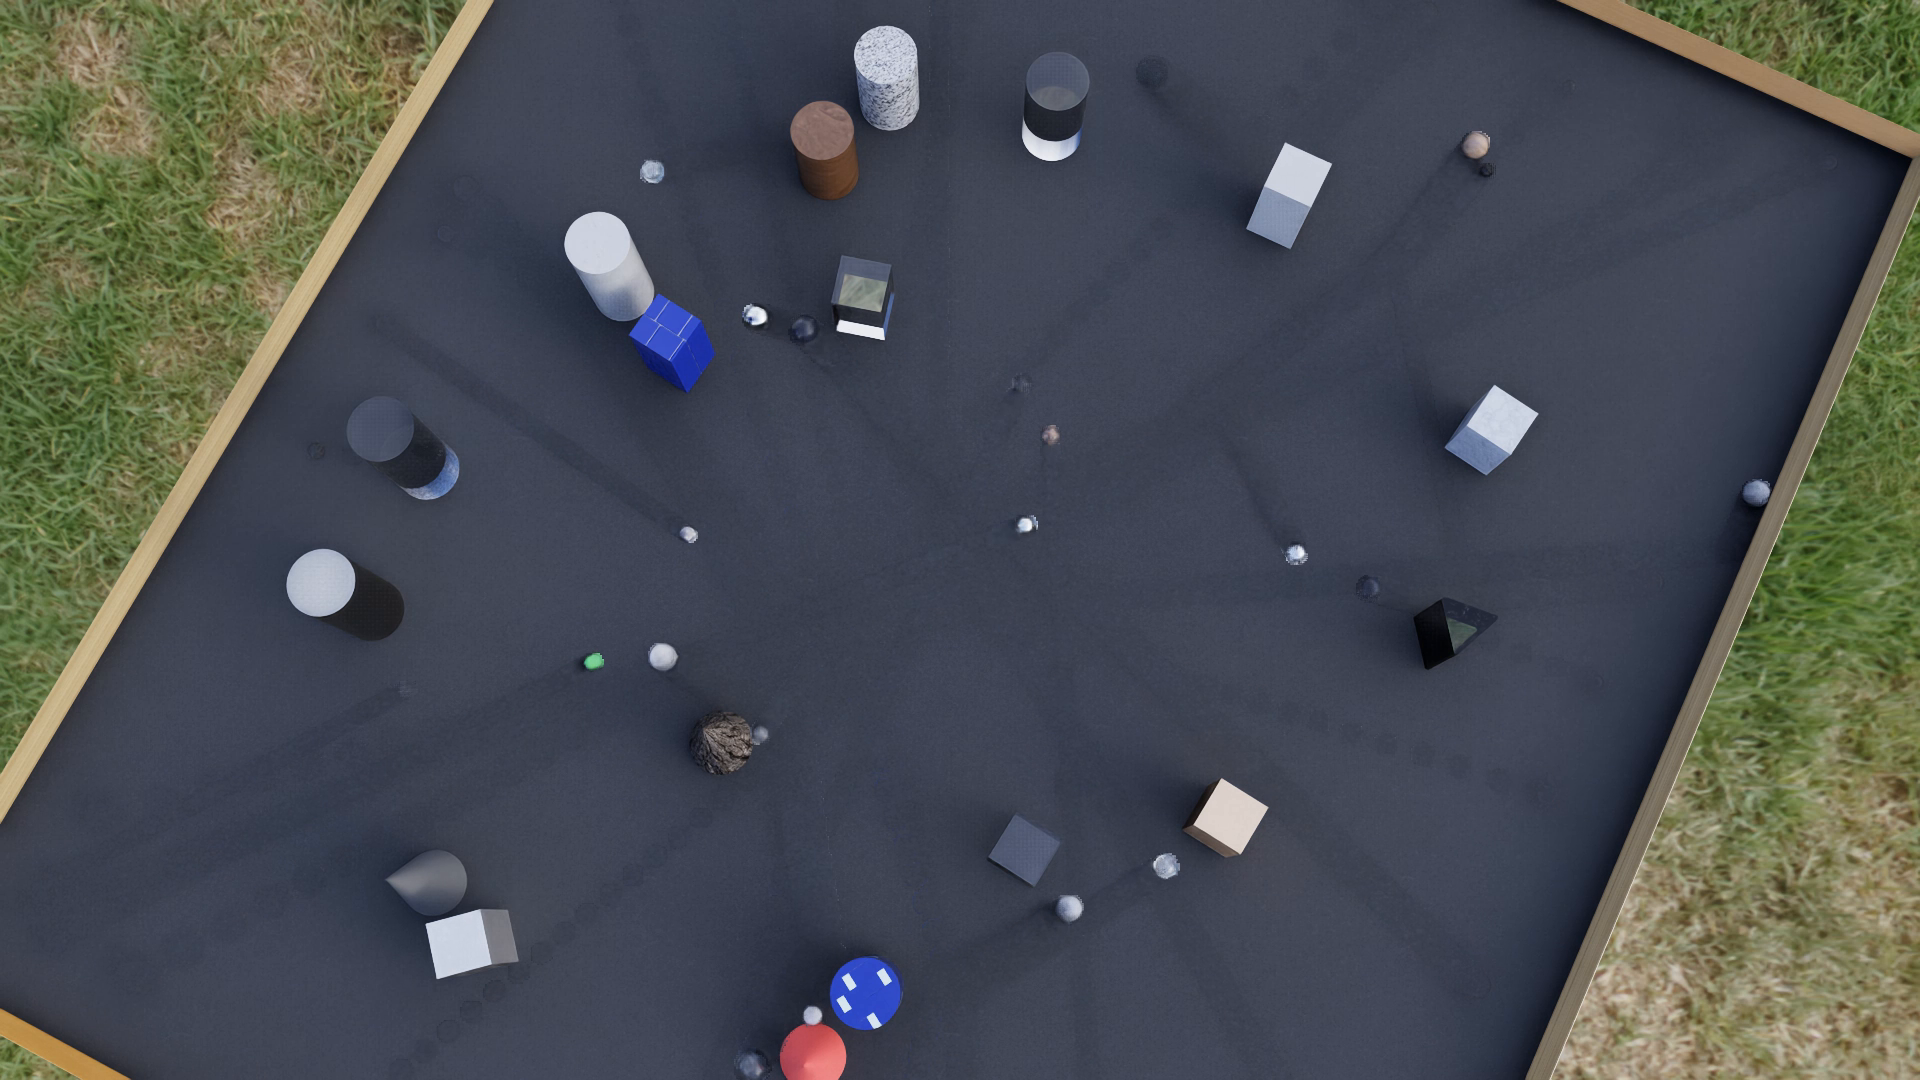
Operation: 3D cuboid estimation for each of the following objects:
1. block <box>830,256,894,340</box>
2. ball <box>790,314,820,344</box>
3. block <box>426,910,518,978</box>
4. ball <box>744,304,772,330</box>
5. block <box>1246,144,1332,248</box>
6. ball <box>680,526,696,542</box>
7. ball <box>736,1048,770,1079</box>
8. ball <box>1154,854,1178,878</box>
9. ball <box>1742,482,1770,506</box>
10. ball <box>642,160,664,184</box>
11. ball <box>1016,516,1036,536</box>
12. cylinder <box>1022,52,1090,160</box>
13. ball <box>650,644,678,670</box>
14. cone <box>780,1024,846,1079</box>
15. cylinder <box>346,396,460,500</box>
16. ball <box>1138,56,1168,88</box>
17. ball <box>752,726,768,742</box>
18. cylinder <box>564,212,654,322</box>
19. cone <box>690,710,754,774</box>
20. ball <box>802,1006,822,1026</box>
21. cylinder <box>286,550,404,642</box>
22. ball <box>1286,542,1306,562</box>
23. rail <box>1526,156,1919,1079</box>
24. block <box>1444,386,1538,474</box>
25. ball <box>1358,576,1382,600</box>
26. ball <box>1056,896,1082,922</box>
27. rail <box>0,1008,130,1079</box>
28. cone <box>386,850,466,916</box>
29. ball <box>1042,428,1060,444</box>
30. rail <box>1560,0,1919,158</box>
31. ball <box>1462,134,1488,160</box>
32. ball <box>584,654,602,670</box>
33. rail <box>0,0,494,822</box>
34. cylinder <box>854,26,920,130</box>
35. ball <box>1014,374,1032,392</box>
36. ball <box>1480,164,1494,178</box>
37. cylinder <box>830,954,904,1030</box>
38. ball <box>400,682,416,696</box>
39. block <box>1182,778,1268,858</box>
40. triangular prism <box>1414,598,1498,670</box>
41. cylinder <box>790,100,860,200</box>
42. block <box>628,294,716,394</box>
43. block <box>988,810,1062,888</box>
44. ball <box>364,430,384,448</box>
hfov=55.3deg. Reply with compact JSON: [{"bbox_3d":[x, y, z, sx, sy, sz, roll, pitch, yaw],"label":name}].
[{"bbox_3d":[-0.296,-0.743,5.633,0.153,0.269,0.153,11,79,2],"label":"block"},{"bbox_3d":[-0.483,-0.656,5.706,0.091,0.091,0.091,0,78,0],"label":"ball"},{"bbox_3d":[-1.385,1.148,5.216,0.153,0.319,0.153,-15,79,-3],"label":"block"},{"bbox_3d":[-0.631,-0.695,5.718,0.083,0.083,0.083,0,78,0],"label":"ball"},{"bbox_3d":[1.012,-1.058,5.657,0.153,0.349,0.153,26,79,5],"label":"block"},{"bbox_3d":[-0.832,-0.020,5.597,0.047,0.047,0.047,0,78,0],"label":"ball"},{"bbox_3d":[-0.595,1.507,5.256,0.096,0.096,0.096,0,78,0],"label":"ball"},{"bbox_3d":[0.603,0.959,5.383,0.069,0.069,0.069,0,78,0],"label":"ball"},{"bbox_3d":[2.437,-0.140,5.606,0.078,0.078,0.078,0,78,0],"label":"ball"},{"bbox_3d":[-0.976,-1.171,5.822,0.073,0.073,0.073,0,78,0],"label":"ball"},{"bbox_3d":[0.200,-0.044,5.595,0.060,0.060,0.060,0,78,0],"label":"ball"},{"bbox_3d":[0.295,-1.345,5.705,0.192,0.371,0.192,0,78,0],"label":"cylinder"},{"bbox_3d":[-0.890,0.352,5.502,0.082,0.082,0.082,0,78,0],"label":"ball"},{"bbox_3d":[-0.426,1.464,5.149,0.192,0.322,0.192,0,78,0],"label":"cone"},{"bbox_3d":[-1.643,-0.266,5.427,0.192,0.479,0.192,0,78,0],"label":"cylinder"},{"bbox_3d":[0.619,-1.501,5.879,0.095,0.095,0.095,0,78,0],"label":"ball"},{"bbox_3d":[-0.598,0.580,5.471,0.050,0.050,0.050,0,78,0],"label":"ball"},{"bbox_3d":[-1.060,-0.825,5.567,0.192,0.432,0.192,0,78,0],"label":"cylinder"},{"bbox_3d":[-0.715,0.566,5.290,0.192,0.411,0.192,0,78,0],"label":"cone"},{"bbox_3d":[-0.427,1.376,5.303,0.056,0.056,0.056,0,78,0],"label":"ball"},{"bbox_3d":[-1.785,0.166,5.346,0.192,0.462,0.192,0,78,0],"label":"cylinder"},{"bbox_3d":[1.025,0.039,5.578,0.061,0.061,0.061,0,78,0],"label":"ball"},{"bbox_3d":[1.938,0.955,5.354,0.045,0.125,5.012,26,80,5],"label":"rail"},{"bbox_3d":[1.607,-0.330,5.553,0.153,0.258,0.153,35,80,7],"label":"block"},{"bbox_3d":[1.243,0.146,5.549,0.073,0.073,0.073,0,78,0],"label":"ball"},{"bbox_3d":[0.318,1.078,5.356,0.074,0.074,0.074,0,78,0],"label":"ball"},{"bbox_3d":[-1.110,2.181,5.101,4.380,0.125,0.045,26,80,5],"label":"rail"},{"bbox_3d":[-1.551,0.963,5.175,0.192,0.474,0.192,0,78,0],"label":"cone"},{"bbox_3d":[0.280,-0.322,5.656,0.053,0.053,0.053,0,78,0],"label":"ball"},{"bbox_3d":[1.110,-2.168,6.000,4.380,0.125,0.045,26,80,5],"label":"rail"},{"bbox_3d":[1.641,-1.254,5.835,0.081,0.081,0.081,0,78,0],"label":"ball"},{"bbox_3d":[-1.105,0.368,5.515,0.049,0.049,0.049,0,78,0],"label":"ball"},{"bbox_3d":[-1.938,-0.942,5.747,0.045,0.125,5.012,26,80,5],"label":"rail"},{"bbox_3d":[-0.226,-1.444,5.745,0.192,0.334,0.192,0,78,0],"label":"cylinder"},{"bbox_3d":[0.193,-0.486,5.689,0.054,0.054,0.054,0,78,0],"label":"ball"},{"bbox_3d":[1.678,-1.176,5.838,0.043,0.043,0.043,0,78,0],"label":"ball"},{"bbox_3d":[-0.258,1.271,5.166,0.192,0.368,0.192,0,78,0],"label":"cylinder"},{"bbox_3d":[-1.658,0.447,5.502,0.044,0.044,0.044,0,78,0],"label":"ball"},{"bbox_3d":[0.762,0.806,5.299,0.153,0.296,0.153,32,80,6],"label":"block"},{"bbox_3d":[1.427,0.252,5.395,0.166,0.332,0.144,-39,81,-7],"label":"triangular prism"},{"bbox_3d":[-0.417,-1.209,5.704,0.192,0.317,0.192,0,78,0],"label":"cylinder"},{"bbox_3d":[-0.871,-0.594,5.572,0.153,0.329,0.153,33,80,6],"label":"block"},{"bbox_3d":[0.185,0.893,5.276,0.153,0.305,0.153,32,80,6],"label":"block"},{"bbox_3d":[-1.808,-0.312,5.654,0.053,0.053,0.053,0,78,0],"label":"ball"}]
